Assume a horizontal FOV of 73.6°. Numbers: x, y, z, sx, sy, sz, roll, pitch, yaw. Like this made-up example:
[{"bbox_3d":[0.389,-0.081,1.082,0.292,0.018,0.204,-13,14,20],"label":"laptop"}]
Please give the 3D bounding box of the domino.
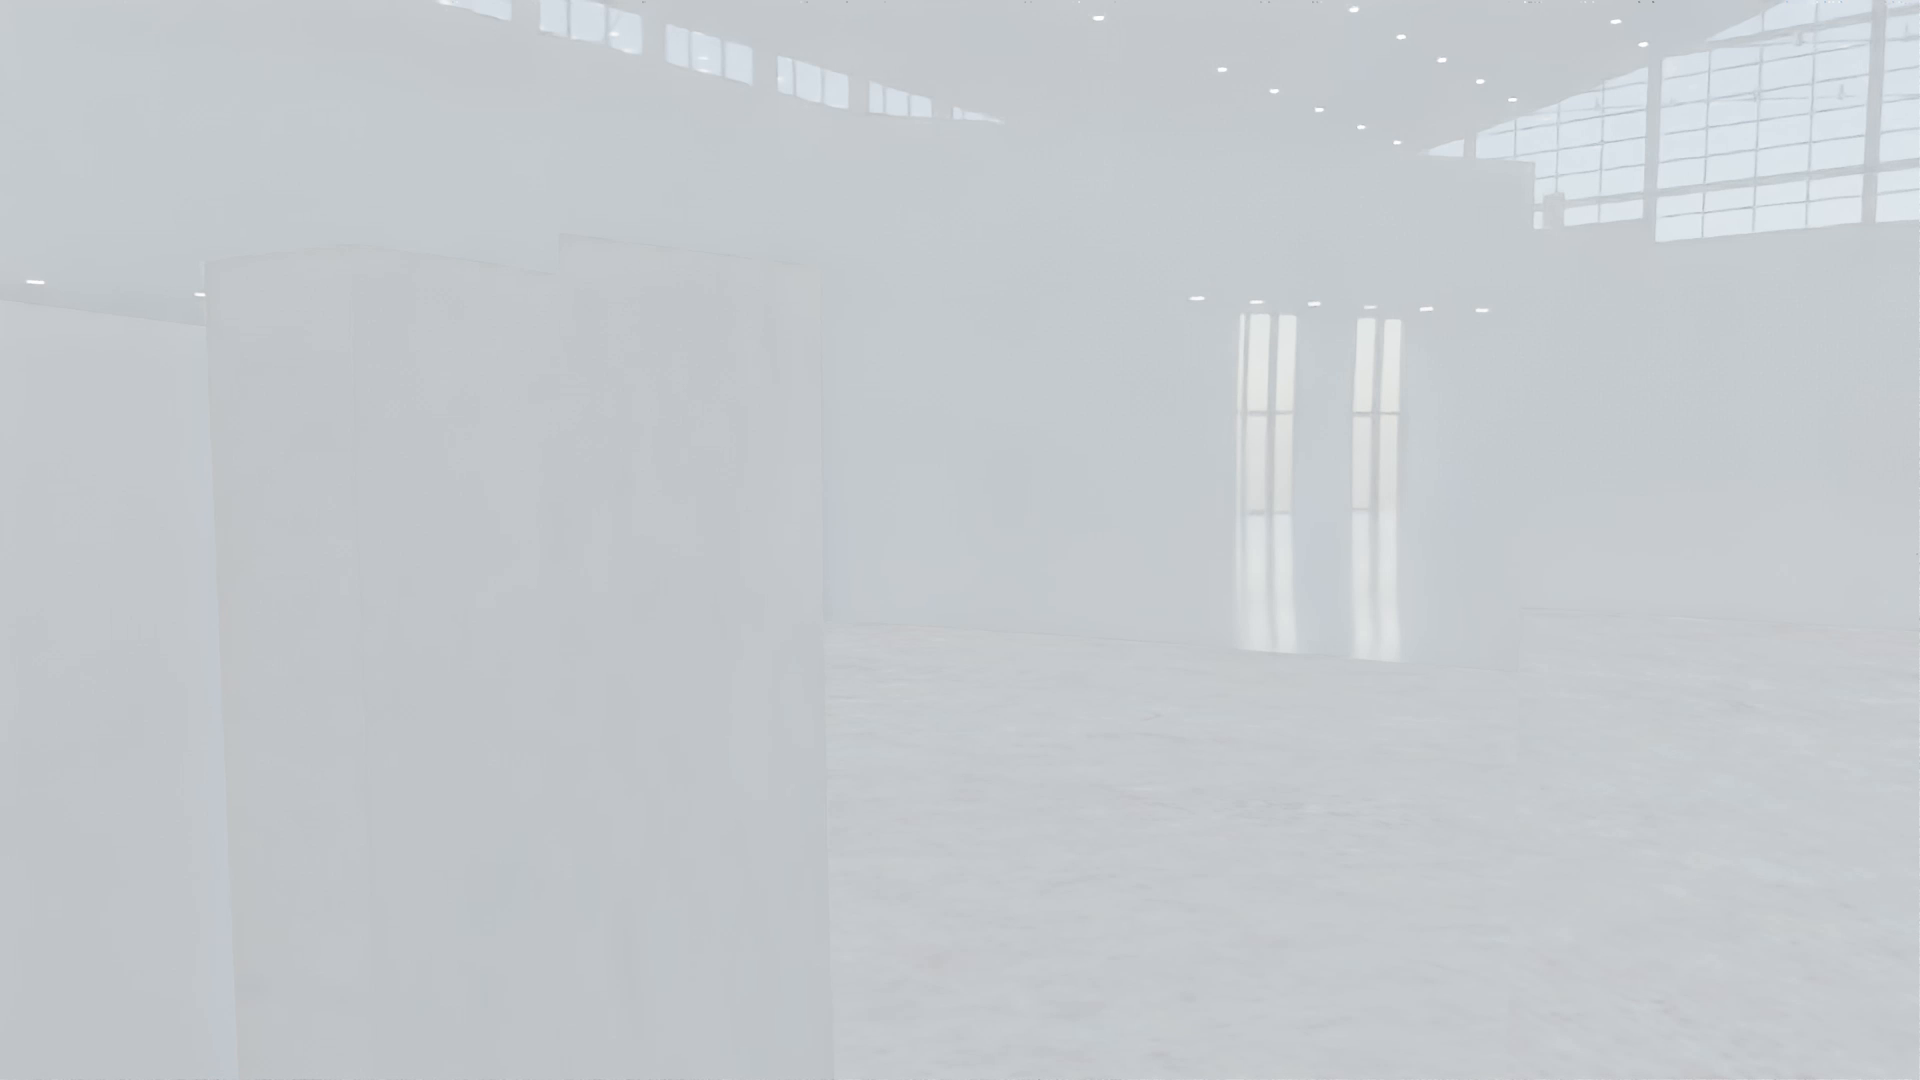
[{"bbox_3d":[0.003,0.017,0.012,0.025,0.050,0.010,1,4,15],"label":"domino"}]
